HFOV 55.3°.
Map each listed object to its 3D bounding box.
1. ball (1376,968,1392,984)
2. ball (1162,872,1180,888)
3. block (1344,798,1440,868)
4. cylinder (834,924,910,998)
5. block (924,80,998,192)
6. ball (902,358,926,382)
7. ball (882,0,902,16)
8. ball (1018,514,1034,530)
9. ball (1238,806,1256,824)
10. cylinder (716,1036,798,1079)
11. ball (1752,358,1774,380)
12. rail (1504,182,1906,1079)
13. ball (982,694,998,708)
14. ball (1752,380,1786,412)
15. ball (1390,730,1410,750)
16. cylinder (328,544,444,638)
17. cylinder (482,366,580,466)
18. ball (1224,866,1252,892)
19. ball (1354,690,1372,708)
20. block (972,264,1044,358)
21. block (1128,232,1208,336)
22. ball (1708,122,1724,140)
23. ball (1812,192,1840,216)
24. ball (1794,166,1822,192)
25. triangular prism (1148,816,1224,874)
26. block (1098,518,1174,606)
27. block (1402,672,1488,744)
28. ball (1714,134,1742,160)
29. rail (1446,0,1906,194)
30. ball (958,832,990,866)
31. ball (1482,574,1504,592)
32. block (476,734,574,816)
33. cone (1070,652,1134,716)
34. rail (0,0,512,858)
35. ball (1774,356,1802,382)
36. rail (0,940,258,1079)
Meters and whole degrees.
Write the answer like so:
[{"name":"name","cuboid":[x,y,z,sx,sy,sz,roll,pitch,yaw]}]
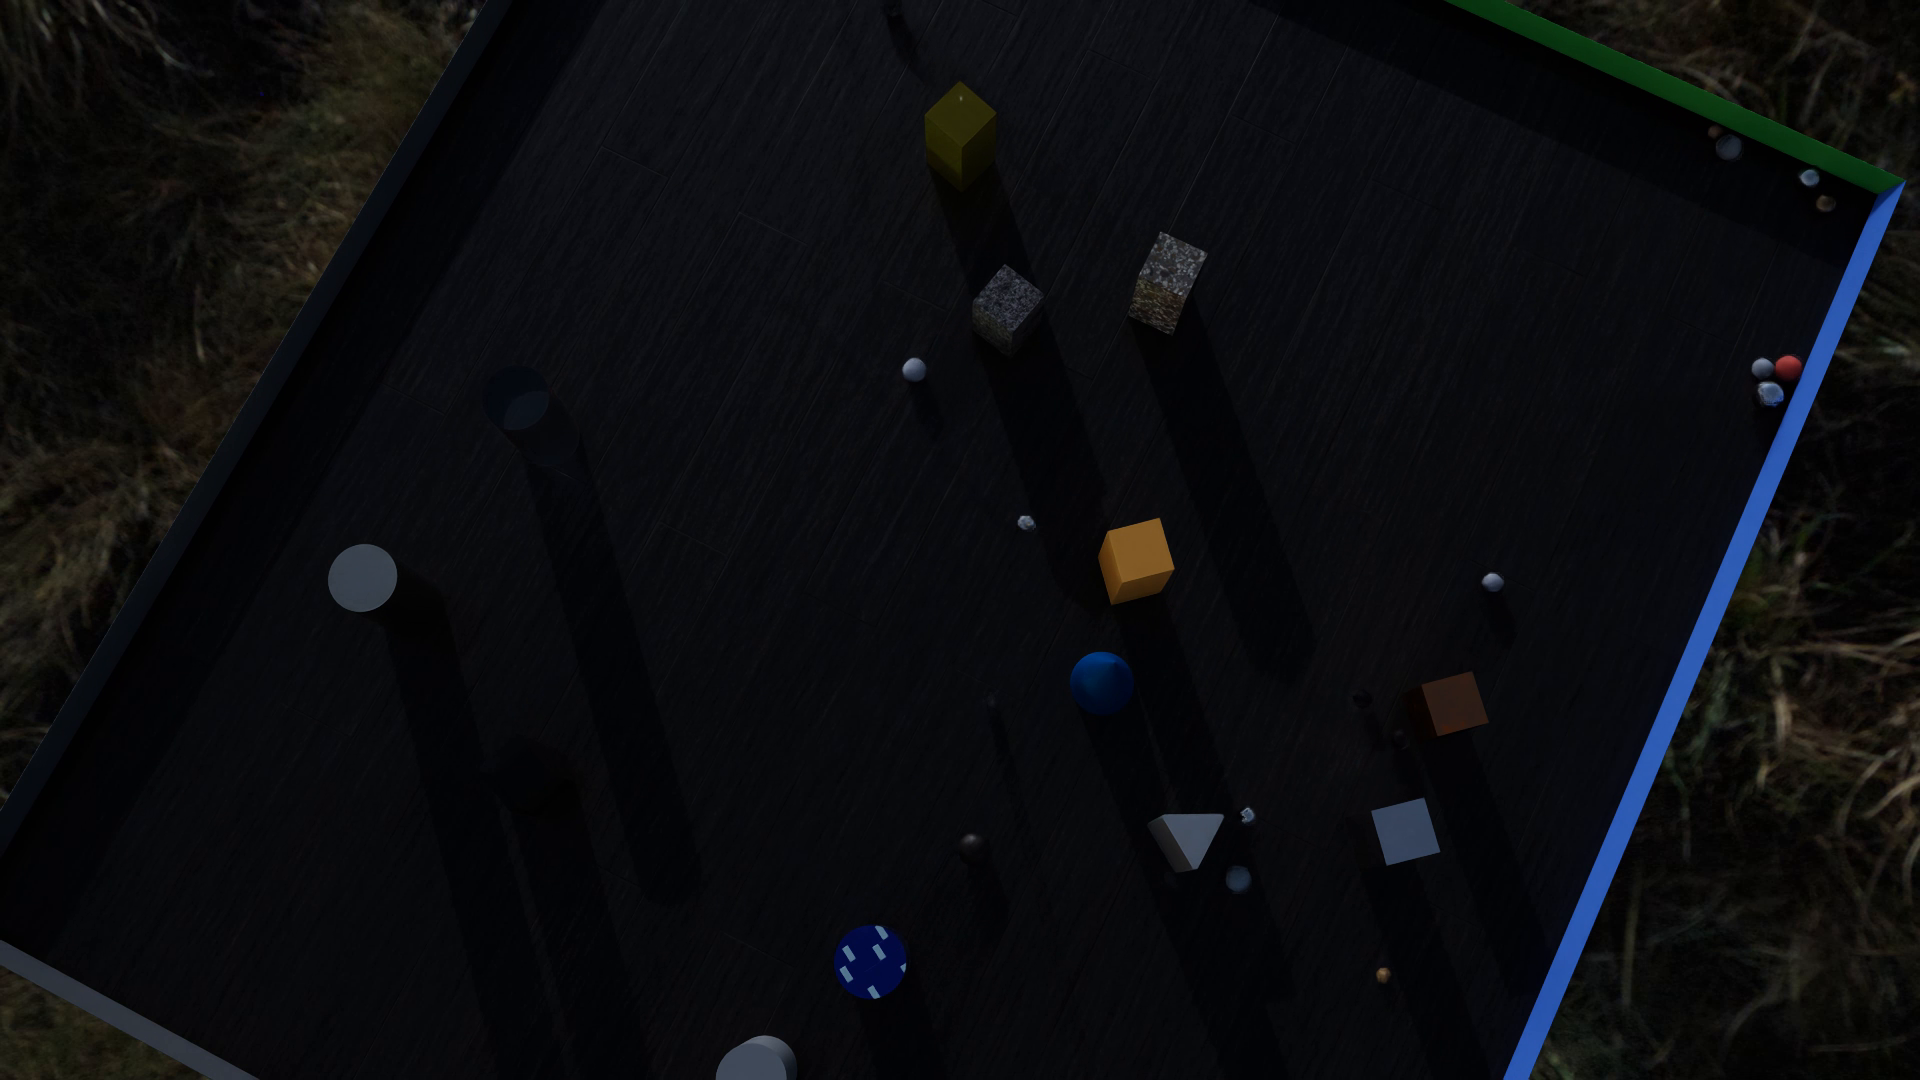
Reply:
[{"name":"ball","cuboid":[1.233,1.267,5.332,0.044,0.044,0.044,0,78,0]},{"name":"ball","cuboid":[0.619,0.999,5.384,0.050,0.050,0.050,0,78,0]},{"name":"block","cuboid":[1.236,0.845,5.259,0.155,0.357,0.155,-14,79,-3]},{"name":"cylinder","cuboid":[-0.241,1.177,5.137,0.193,0.462,0.193,0,78,0]},{"name":"block","cuboid":[0.002,-1.249,5.695,0.155,0.352,0.155,43,81,8]},{"name":"ball","cuboid":[-0.141,-0.527,5.687,0.076,0.076,0.076,0,78,0]},{"name":"ball","cuboid":[-0.220,-1.730,5.942,0.064,0.064,0.064,0,78,0]},{"name":"ball","cuboid":[0.201,-0.053,5.603,0.048,0.048,0.048,0,78,0]},{"name":"ball","cuboid":[0.849,0.814,5.421,0.053,0.053,0.053,0,78,0]},{"name":"cylinder","cuboid":[-0.566,1.499,5.135,0.193,0.336,0.193,0,78,0]},{"name":"ball","cuboid":[2.494,-0.532,5.693,0.066,0.066,0.066,0,78,0]},{"name":"rail","cuboid":[1.888,0.931,5.359,0.045,0.126,4.684,26,80,5]},{"name":"ball","cuboid":[0.090,0.484,5.494,0.044,0.044,0.044,0,78,0]},{"name":"ball","cuboid":[2.496,-0.446,5.660,0.097,0.097,0.097,0,78,0]},{"name":"ball","cuboid":[1.313,0.595,5.464,0.057,0.057,0.057,0,78,0]},{"name":"cylinder","cuboid":[-1.669,0.153,5.347,0.193,0.465,0.193,0,78,0]},{"name":"cylinder","cuboid":[-1.275,-0.365,5.473,0.193,0.429,0.193,0,78,0]},{"name":"ball","cuboid":[0.815,0.992,5.372,0.077,0.077,0.077,0,78,0]},{"name":"ball","cuboid":[1.208,0.477,5.491,0.053,0.053,0.053,0,78,0]},{"name":"block","cuboid":[0.146,-0.698,5.625,0.155,0.266,0.155,39,81,7]},{"name":"block","cuboid":[0.631,-0.778,5.594,0.155,0.360,0.155,26,79,5]},{"name":"ball","cuboid":[2.419,-1.308,5.861,0.051,0.051,0.051,0,78,0]},{"name":"ball","cuboid":[2.739,-1.062,5.797,0.078,0.078,0.078,0,78,0]},{"name":"ball","cuboid":[2.692,-1.146,5.812,0.080,0.080,0.080,0,78,0]},{"name":"triangular prism","cuboid":[0.661,0.834,5.224,0.145,0.431,0.167,-30,80,-6]},{"name":"block","cuboid":[0.516,0.068,5.406,0.155,0.384,0.155,-14,79,-3]},{"name":"block","cuboid":[1.425,0.495,5.392,0.155,0.238,0.155,-15,79,-3]},{"name":"ball","cuboid":[2.446,-1.250,5.834,0.081,0.081,0.081,0,78,0]},{"name":"rail","cuboid":[1.037,-2.024,5.970,4.268,0.126,0.045,26,80,5]},{"name":"ball","cuboid":[0.041,0.908,5.379,0.096,0.096,0.096,0,78,0]},{"name":"ball","cuboid":[1.616,0.130,5.559,0.061,0.061,0.061,0,78,0]},{"name":"block","cuboid":[-1.258,0.685,5.318,0.155,0.307,0.155,-41,81,-8]},{"name":"cone","cuboid":[0.429,0.385,5.299,0.193,0.465,0.193,0,78,0]},{"name":"rail","cuboid":[-1.888,-0.918,5.741,0.045,0.126,4.684,26,80,5]},{"name":"ball","cuboid":[2.569,-0.529,5.684,0.083,0.083,0.083,0,78,0]},{"name":"rail","cuboid":[-1.037,2.037,5.130,4.268,0.126,0.045,26,80,5]}]
